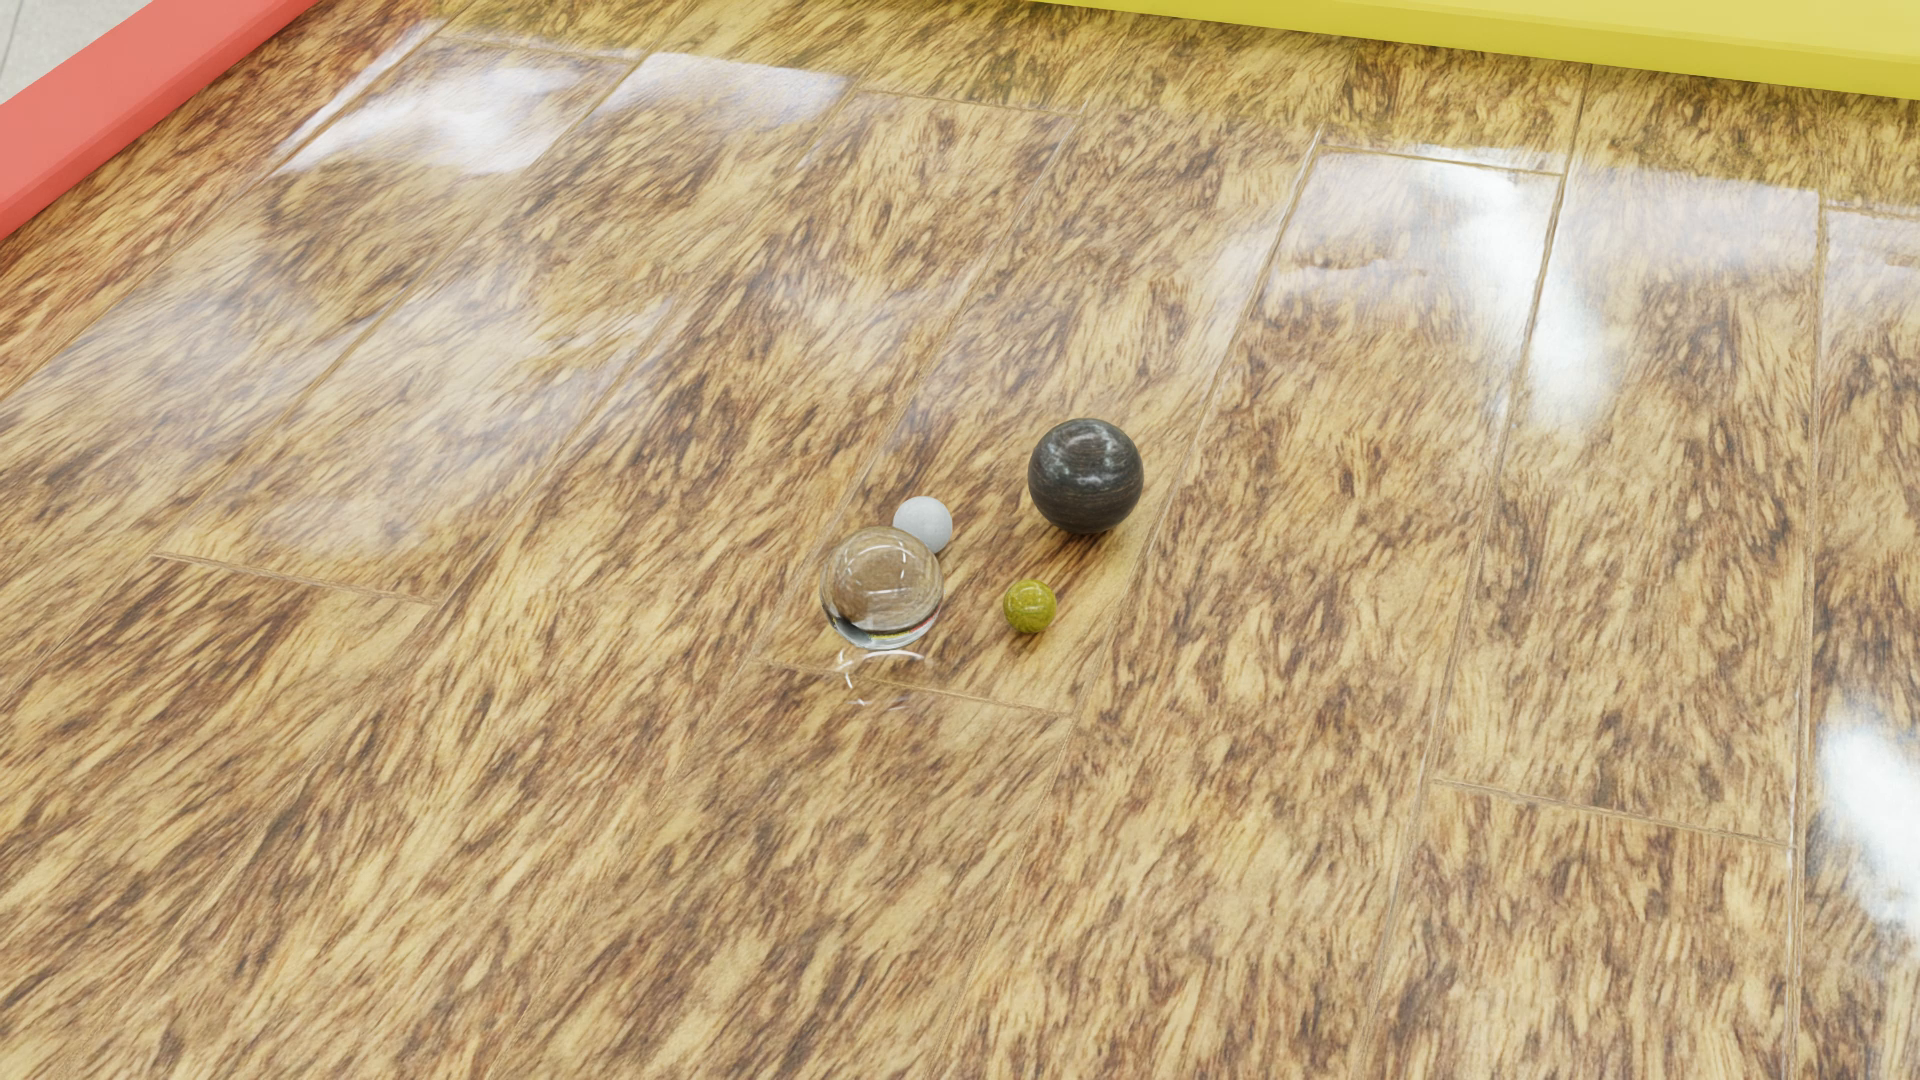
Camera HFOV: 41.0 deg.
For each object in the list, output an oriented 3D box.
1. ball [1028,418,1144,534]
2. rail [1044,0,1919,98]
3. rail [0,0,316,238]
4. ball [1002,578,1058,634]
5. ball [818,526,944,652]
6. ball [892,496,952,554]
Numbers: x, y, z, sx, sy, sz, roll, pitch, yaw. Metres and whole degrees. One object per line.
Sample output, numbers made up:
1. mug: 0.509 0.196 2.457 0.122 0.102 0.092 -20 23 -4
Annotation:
1. ball: 0.099 -0.050 2.020 0.092 0.092 0.092 0 34 0
2. rail: 1.319 -0.457 2.601 4.173 0.120 0.045 9 35 14
3. rail: -0.978 -0.183 2.192 0.045 0.120 2.295 9 35 14
4. ball: 0.052 0.049 1.917 0.041 0.041 0.041 0 34 0
5. ball: -0.058 0.036 1.891 0.093 0.093 0.093 0 34 0
6. ball: -0.029 -0.011 2.002 0.047 0.047 0.047 0 34 0
